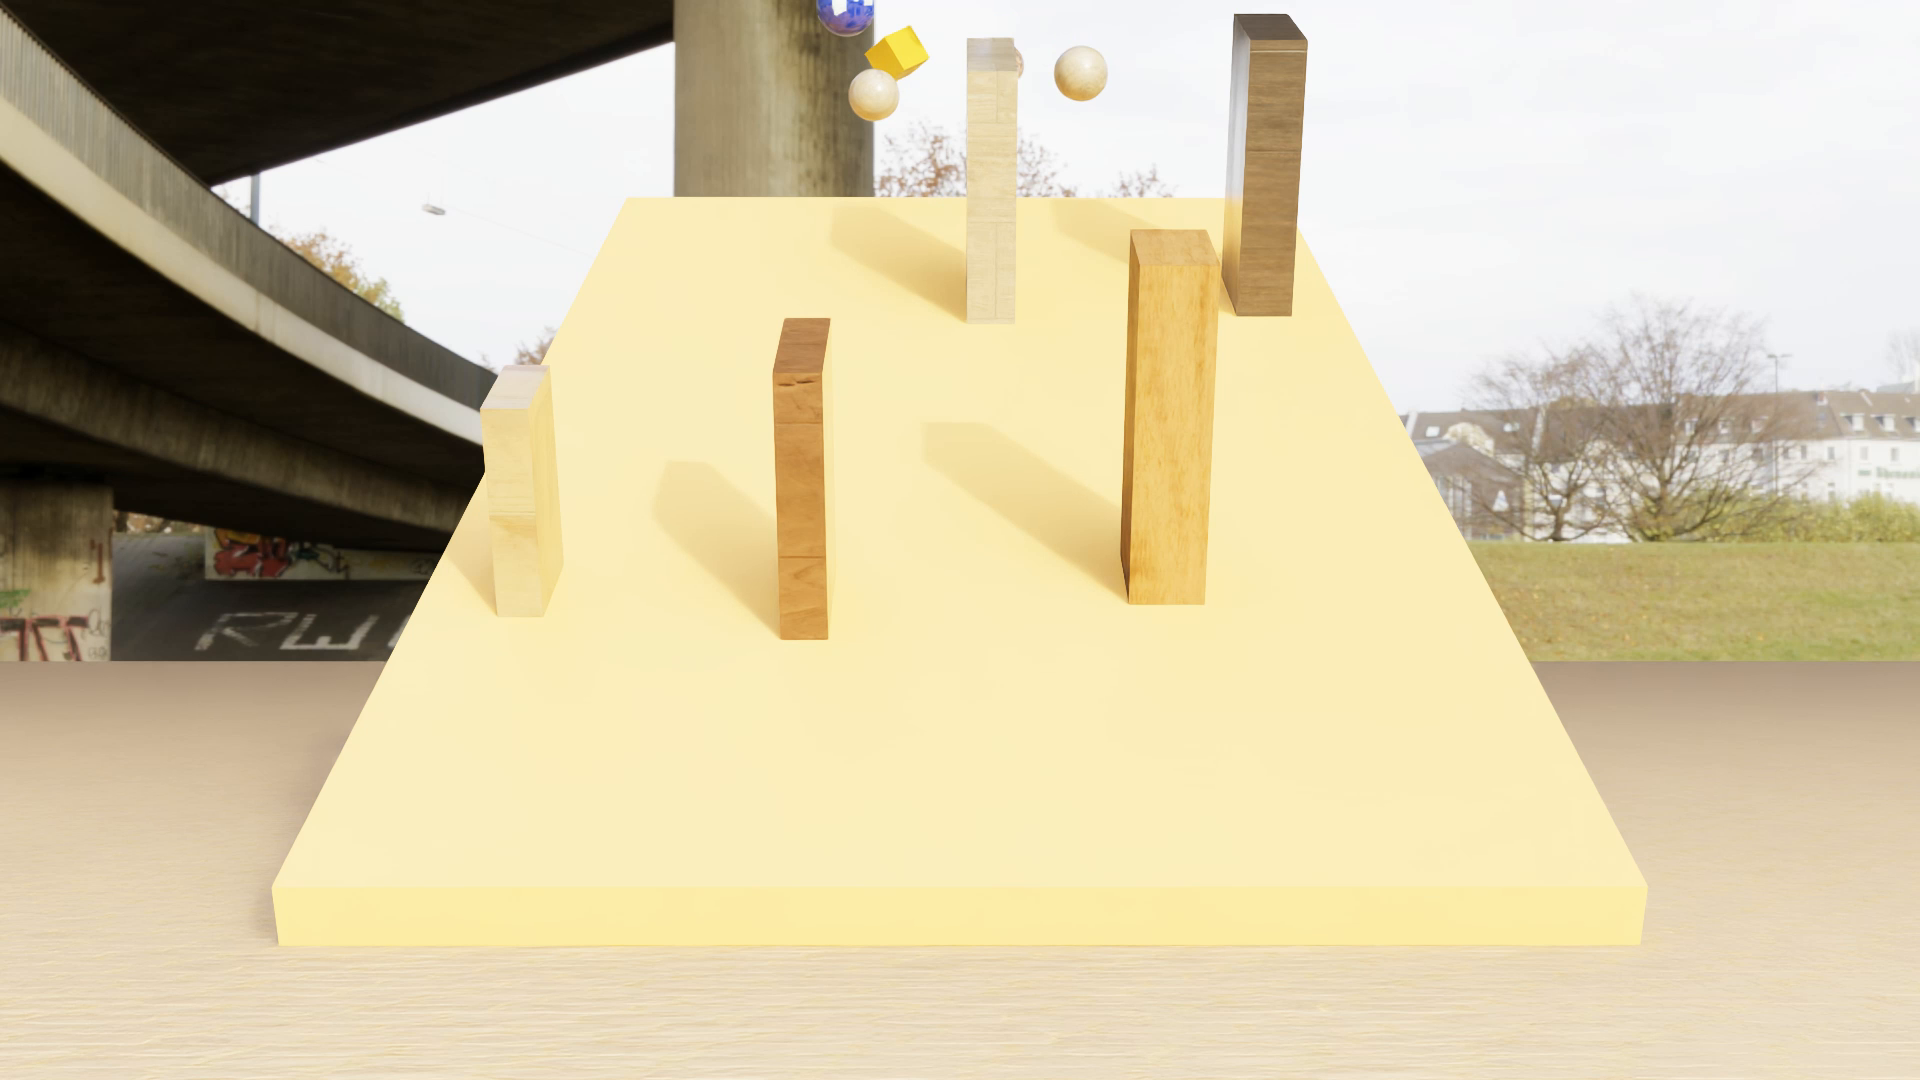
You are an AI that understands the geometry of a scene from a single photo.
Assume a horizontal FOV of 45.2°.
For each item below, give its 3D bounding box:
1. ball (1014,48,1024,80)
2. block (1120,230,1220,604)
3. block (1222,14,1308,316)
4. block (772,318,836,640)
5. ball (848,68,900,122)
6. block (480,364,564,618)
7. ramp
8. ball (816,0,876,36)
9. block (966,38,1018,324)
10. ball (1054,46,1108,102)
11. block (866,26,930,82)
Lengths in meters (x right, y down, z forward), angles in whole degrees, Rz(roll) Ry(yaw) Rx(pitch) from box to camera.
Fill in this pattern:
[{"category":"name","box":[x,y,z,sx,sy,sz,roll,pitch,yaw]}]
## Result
[{"category":"ball","box":[0.132,-1.411,6.857,0.120,0.120,0.120,0,-3,0]},{"category":"block","box":[0.383,-0.225,4.255,0.141,0.648,0.240,0,23,0]},{"category":"block","box":[0.780,-0.970,5.955,0.141,0.705,0.371,0,23,0]},{"category":"block","box":[-0.278,-0.114,4.174,0.086,0.503,0.317,0,23,0]},{"category":"ball","box":[-0.248,-1.285,6.669,0.150,0.150,0.150,0,-3,0]},{"category":"block","box":[-0.802,-0.092,4.247,0.084,0.404,0.243,0,23,0]},{"category":"ramp","box":[-0.007,-0.225,5.217,2.000,0.100,4.000,0,23,0]},{"category":"ball","box":[-0.332,-1.554,6.725,0.173,0.173,0.173,0,-3,0]},{"category":"block","box":[0.078,-0.928,5.934,0.122,0.641,0.435,0,23,0]},{"category":"ball","box":[0.354,-1.360,6.733,0.161,0.161,0.161,0,-3,0]},{"category":"block","box":[-0.186,-1.442,6.876,0.114,0.114,0.114,-34,4,-37]}]
